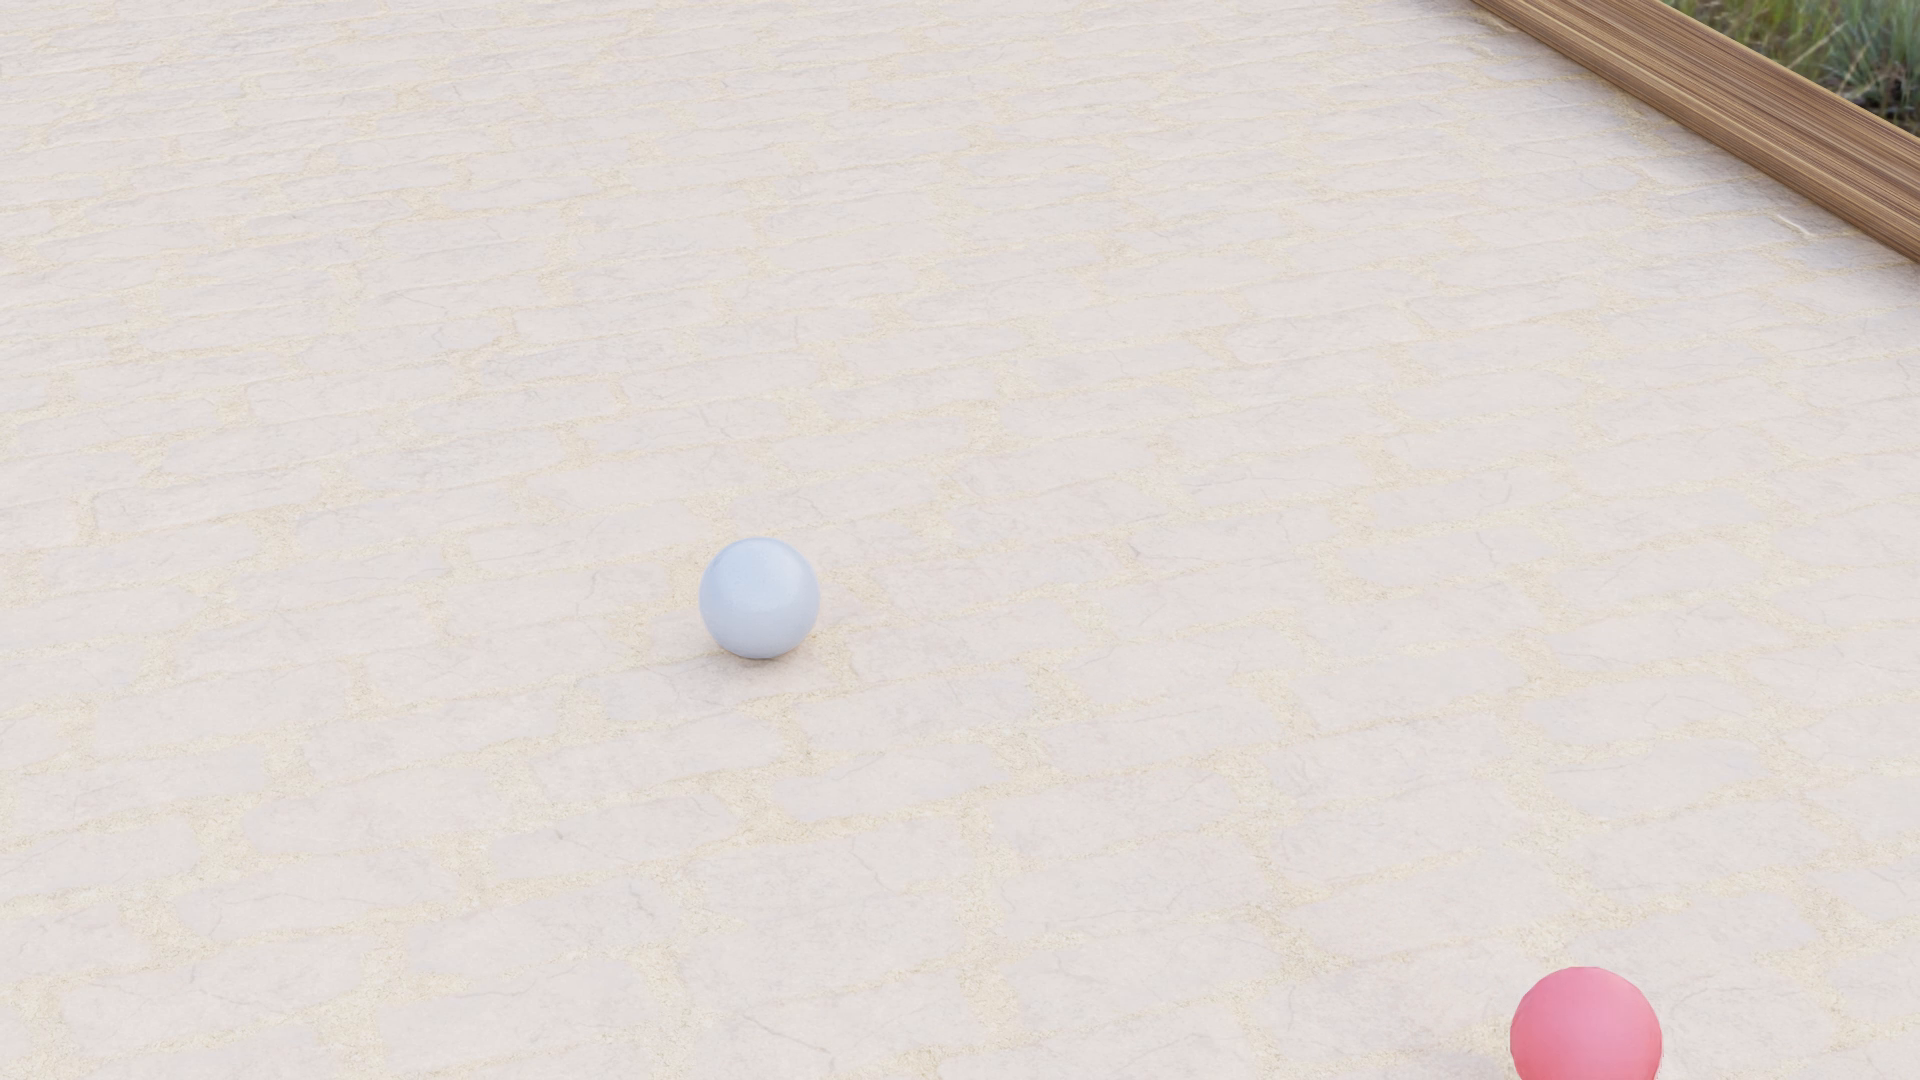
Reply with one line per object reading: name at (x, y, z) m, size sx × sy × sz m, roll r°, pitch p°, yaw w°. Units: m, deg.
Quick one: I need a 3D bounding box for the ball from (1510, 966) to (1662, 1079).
ball at (0.301, 0.241, 1.414) m, size 0.072 × 0.072 × 0.072 m, roll 0°, pitch 28°, yaw 0°

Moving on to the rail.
rail at (0.539, -0.545, 2.887) m, size 0.045 × 0.098 × 3.576 m, roll -9°, pitch 29°, yaw -17°

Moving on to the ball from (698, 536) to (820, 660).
ball at (-0.123, 0.035, 1.804) m, size 0.075 × 0.075 × 0.075 m, roll 0°, pitch 28°, yaw 0°
